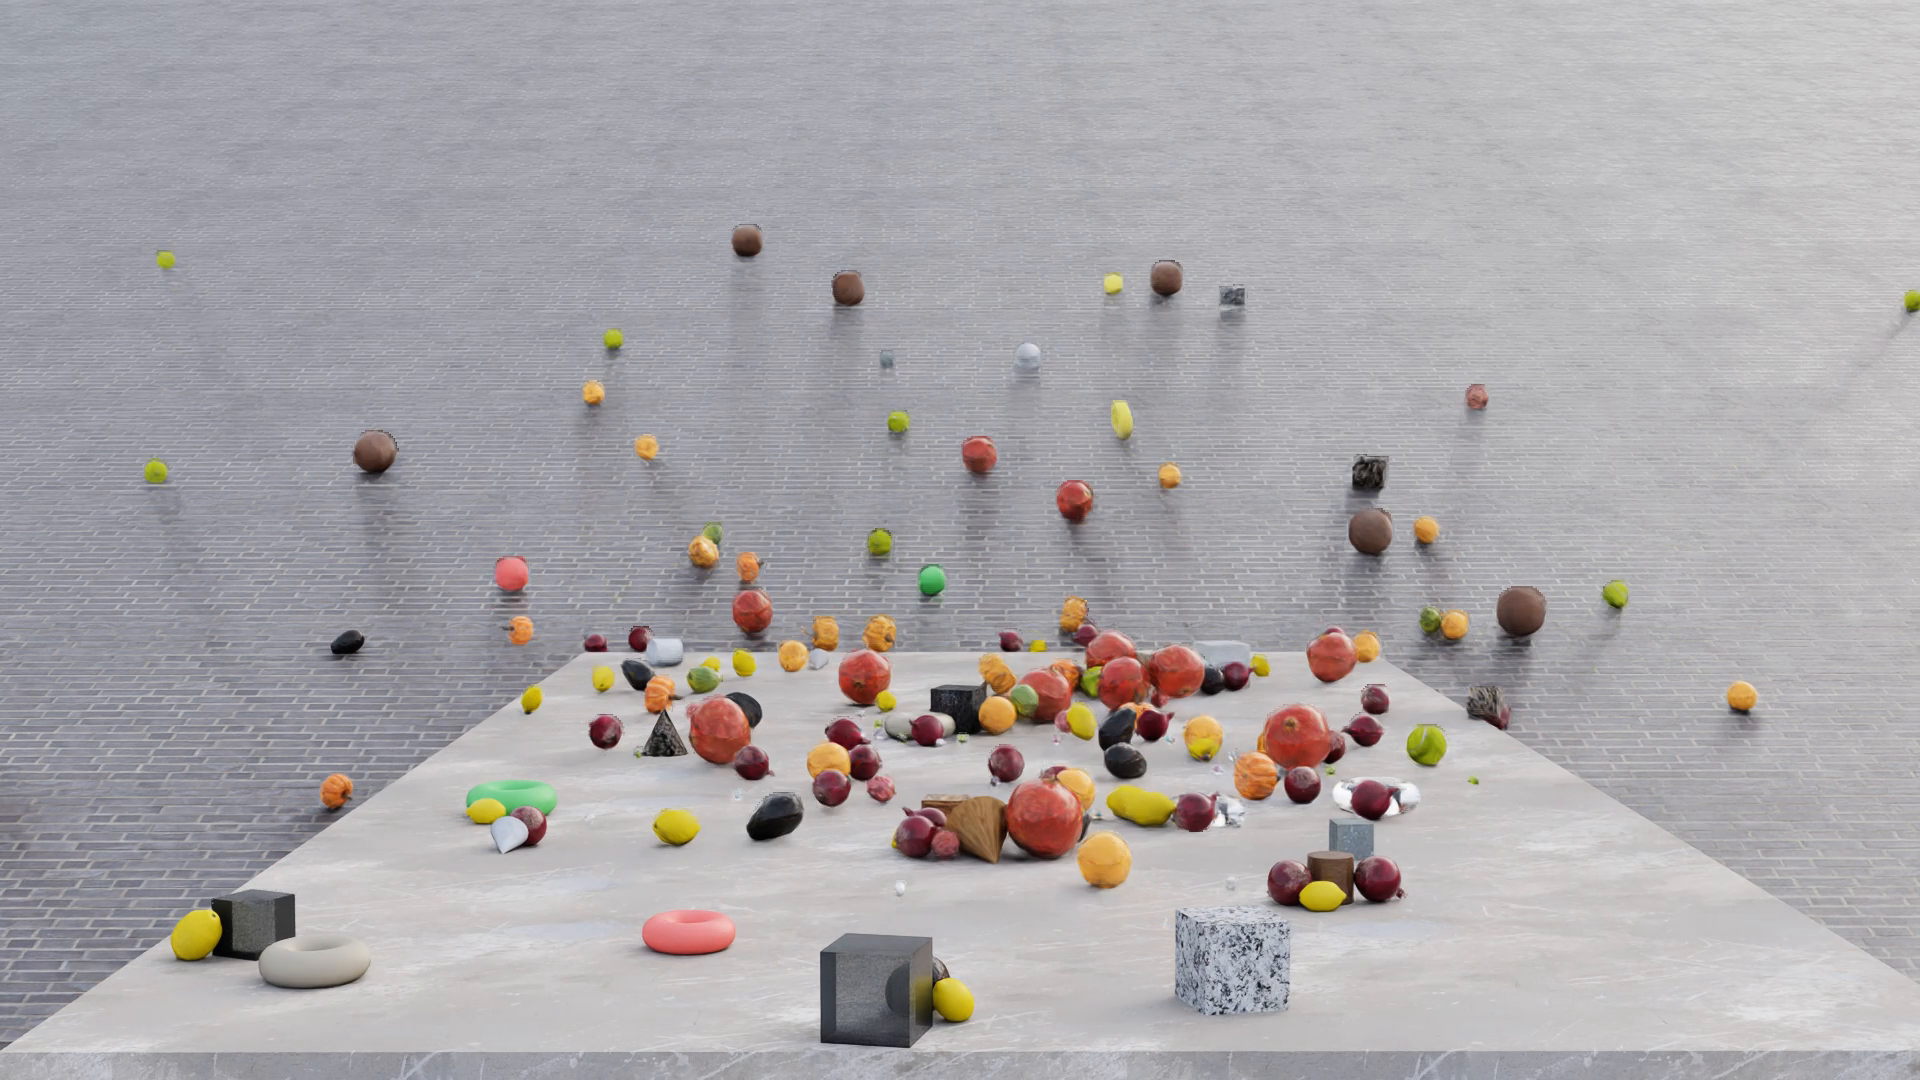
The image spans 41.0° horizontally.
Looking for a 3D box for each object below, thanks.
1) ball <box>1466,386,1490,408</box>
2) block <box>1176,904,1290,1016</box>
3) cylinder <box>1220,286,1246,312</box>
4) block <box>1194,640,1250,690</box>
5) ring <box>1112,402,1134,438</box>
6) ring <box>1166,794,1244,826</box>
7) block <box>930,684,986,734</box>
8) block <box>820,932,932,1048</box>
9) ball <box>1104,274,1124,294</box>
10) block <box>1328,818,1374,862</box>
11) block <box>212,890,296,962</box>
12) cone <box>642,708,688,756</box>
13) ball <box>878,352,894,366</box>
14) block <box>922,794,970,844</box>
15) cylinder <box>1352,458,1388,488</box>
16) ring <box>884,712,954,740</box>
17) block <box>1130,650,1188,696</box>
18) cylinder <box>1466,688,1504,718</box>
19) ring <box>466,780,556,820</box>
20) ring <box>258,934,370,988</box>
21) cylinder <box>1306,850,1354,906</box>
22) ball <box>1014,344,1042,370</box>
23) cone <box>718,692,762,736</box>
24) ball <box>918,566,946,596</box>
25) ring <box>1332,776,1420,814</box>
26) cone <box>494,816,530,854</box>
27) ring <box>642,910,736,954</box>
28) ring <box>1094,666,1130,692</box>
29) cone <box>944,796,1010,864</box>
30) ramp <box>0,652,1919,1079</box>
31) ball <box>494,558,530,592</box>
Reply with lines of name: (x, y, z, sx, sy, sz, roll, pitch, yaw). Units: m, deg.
ball: (1.746, -0.480, 8.667, 0.075, 0.075, 0.075, 0, 21, 0)
block: (0.289, 0.446, 2.734, 0.094, 0.094, 0.094, -1, 3, -15)
cylinder: (1.035, -0.913, 9.754, 0.090, 0.090, 0.090, -3, 21, 6)
block: (0.584, 0.279, 5.739, 0.098, 0.098, 0.098, -1, 3, -15)
ring: (0.528, -0.390, 8.363, 0.041, 0.124, 0.124, -2, 21, -20)
ring: (0.373, 0.409, 3.899, 0.119, 0.040, 0.119, 0, 2, 0)
block: (-0.003, 0.328, 4.969, 0.085, 0.085, 0.085, 1, 3, 18)
block: (-0.084, 0.454, 2.597, 0.092, 0.092, 0.092, 1, 3, 14)
ball: (0.598, -0.995, 10.002, 0.075, 0.075, 0.075, 0, 21, 0)
block: (0.548, 0.419, 3.597, 0.051, 0.051, 0.051, 0, 3, -5)
block: (-0.820, 0.446, 2.984, 0.066, 0.066, 0.066, 2, 4, 28)
cone: (-0.536, 0.345, 4.657, 0.086, 0.086, 0.086, 0, 3, 0)
ball: (-0.262, -0.640, 9.115, 0.051, 0.051, 0.051, 0, 21, 0)
block: (-0.020, 0.406, 3.745, 0.062, 0.062, 0.062, 0, 3, 8)
cylinder: (1.266, -0.208, 7.937, 0.092, 0.092, 0.092, -2, 19, 24)
ring: (-0.077, 0.353, 4.882, 0.136, 0.045, 0.136, 0, 2, 0)
block: (0.435, 0.290, 5.605, 0.091, 0.091, 0.091, -2, 4, -38)
cylinder: (1.059, 0.328, 5.185, 0.059, 0.059, 0.059, -7, 14, 34)
ring: (-0.694, 0.402, 3.977, 0.140, 0.047, 0.140, 0, 4, 0)
ring: (-0.716, 0.467, 2.851, 0.122, 0.041, 0.122, -1, 4, 0)
cylinder: (0.474, 0.432, 3.287, 0.060, 0.060, 0.060, 0, 3, 0)
ball: (0.240, -0.648, 9.075, 0.095, 0.095, 0.095, 0, 21, 0)
cone: (-0.430, 0.353, 4.932, 0.087, 0.087, 0.087, 3, 30, 8)
ball: (-0.077, 0.114, 7.124, 0.078, 0.078, 0.078, 0, 21, 0)
ring: (0.651, 0.400, 4.019, 0.137, 0.046, 0.137, -1, 4, 0)
cone: (-0.645, 0.431, 3.652, 0.054, 0.054, 0.054, 5, 47, 13)
ring: (-0.318, 0.460, 3.014, 0.110, 0.037, 0.110, 0, 4, 0)
ring: (0.362, 0.308, 5.694, 0.134, 0.045, 0.134, -1, 4, 0)
cone: (0.037, 0.425, 3.584, 0.097, 0.097, 0.097, -6, 31, -14)
ramp: (0.049, 0.444, 4.532, 2.000, 0.100, 4.000, 0, 3, 0)
ball: (-1.246, 0.096, 7.148, 0.095, 0.095, 0.095, 0, 21, 0)
